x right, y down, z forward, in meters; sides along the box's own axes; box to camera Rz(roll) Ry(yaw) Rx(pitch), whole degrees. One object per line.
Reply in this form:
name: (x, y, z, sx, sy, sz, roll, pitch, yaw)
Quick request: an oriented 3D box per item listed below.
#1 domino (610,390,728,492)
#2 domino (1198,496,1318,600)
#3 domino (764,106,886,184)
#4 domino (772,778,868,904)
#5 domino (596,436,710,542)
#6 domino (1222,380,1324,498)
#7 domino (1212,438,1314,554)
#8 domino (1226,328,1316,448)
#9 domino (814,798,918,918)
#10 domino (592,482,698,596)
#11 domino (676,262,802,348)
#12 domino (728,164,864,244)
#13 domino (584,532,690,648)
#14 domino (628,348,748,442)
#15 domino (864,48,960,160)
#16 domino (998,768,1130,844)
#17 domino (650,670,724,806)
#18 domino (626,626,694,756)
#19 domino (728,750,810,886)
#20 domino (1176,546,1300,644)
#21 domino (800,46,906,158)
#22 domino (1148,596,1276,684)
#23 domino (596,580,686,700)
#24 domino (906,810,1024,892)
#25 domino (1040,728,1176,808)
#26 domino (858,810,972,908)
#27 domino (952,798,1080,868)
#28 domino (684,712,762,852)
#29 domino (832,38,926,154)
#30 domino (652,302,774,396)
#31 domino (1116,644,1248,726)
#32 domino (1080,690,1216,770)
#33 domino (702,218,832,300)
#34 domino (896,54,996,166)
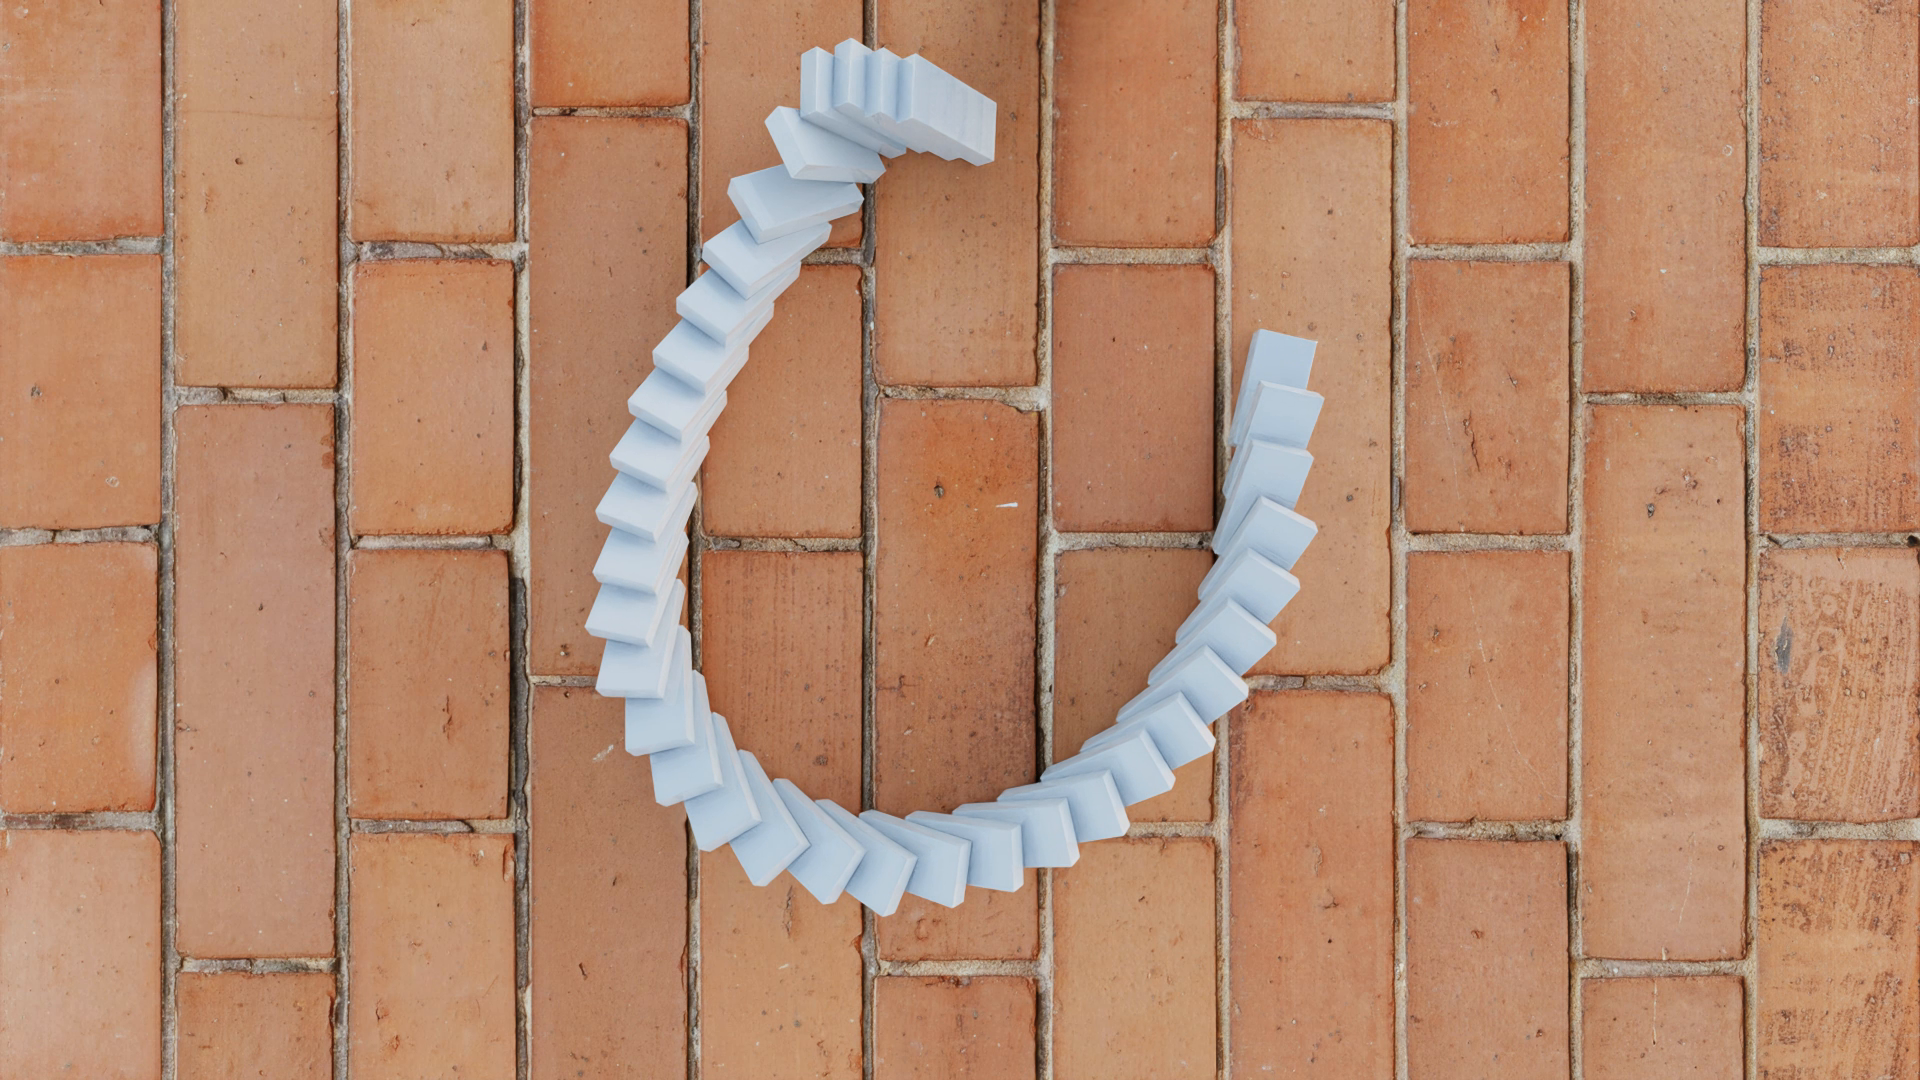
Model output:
domino: (-0.121, -0.047, 0.384, 0.025, 0.010, 0.050, 25, 63, 0)
domino: (0.124, 0.009, 0.384, 0.025, 0.009, 0.050, 27, 117, 0)
domino: (-0.054, -0.162, 0.377, 0.009, 0.050, 0.025, -25, 90, 38)
domino: (-0.065, 0.125, 0.384, 0.050, 0.009, 0.025, 32, 90, 28)
domino: (-0.128, -0.026, 0.384, 0.025, 0.010, 0.050, 21, 63, 0)
domino: (0.131, -0.039, 0.385, 0.025, 0.010, 0.050, 12, 115, 0)
domino: (0.126, -0.016, 0.385, 0.025, 0.010, 0.050, 13, 115, 0)
domino: (0.134, -0.063, 0.395, 0.025, 0.010, 0.050, 13, 90, 0)
domino: (-0.044, 0.132, 0.384, 0.050, 0.010, 0.025, 23, 90, 29)
domino: (-0.131, -0.004, 0.384, 0.025, 0.010, 0.050, 14, 63, 0)
domino: (-0.092, -0.106, 0.384, 0.025, 0.010, 0.050, 36, 63, 0)
domino: (-0.068, -0.144, 0.384, 0.050, 0.009, 0.025, -29, 87, -28)
domino: (-0.135, 0.018, 0.384, 0.025, 0.010, 0.050, 12, 63, 1)
domino: (-0.113, -0.067, 0.385, 0.025, 0.010, 0.050, 30, 63, 0)
domino: (-0.017, -0.178, 0.378, 0.009, 0.050, 0.025, 3, 90, 41)
domino: (0.043, 0.114, 0.384, 0.050, 0.009, 0.025, -20, 90, 28)
domino: (-0.117, 0.083, 0.384, 0.025, 0.009, 0.050, -19, 62, 0)
domino: (-0.126, 0.063, 0.384, 0.025, 0.010, 0.050, -11, 62, 0)
domino: (-0.087, 0.116, 0.384, 0.025, 0.010, 0.050, -42, 61, 0)
domino: (0.116, 0.030, 0.384, 0.025, 0.009, 0.050, 33, 117, 0)
domino: (-0.043, -0.179, 0.378, 0.010, 0.050, 0.025, 1, 90, 41)
domino: (0.105, 0.050, 0.385, 0.025, 0.010, 0.050, 39, 117, 0)
domino: (-0.133, 0.041, 0.384, 0.025, 0.010, 0.050, 3, 62, 1)
domino: (0.001, 0.130, 0.384, 0.050, 0.010, 0.025, -2, 90, 28)
domino: (0.061, 0.100, 0.384, 0.050, 0.010, 0.025, -31, 90, 27)
domino: (-0.021, 0.133, 0.384, 0.050, 0.009, 0.025, 8, 90, 29)
domino: (0.023, 0.123, 0.384, 0.050, 0.010, 0.025, -12, 90, 28)
domino: (-0.104, 0.101, 0.384, 0.025, 0.010, 0.050, -30, 61, 0)
domino: (-0.030, -0.182, 0.378, 0.009, 0.050, 0.025, 3, 89, 41)
domino: (-0.103, -0.087, 0.385, 0.025, 0.009, 0.050, 31, 63, 0)
domino: (0.093, 0.069, 0.384, 0.025, 0.009, 0.050, 45, 117, 0)
domino: (0.078, 0.086, 0.384, 0.050, 0.009, 0.025, -36, 90, 28)
domino: (-0.080, -0.125, 0.384, 0.025, 0.010, 0.050, 43, 62, 0)
domino: (-0.005, -0.176, 0.378, 0.009, 0.050, 0.025, 3, 90, 41)
